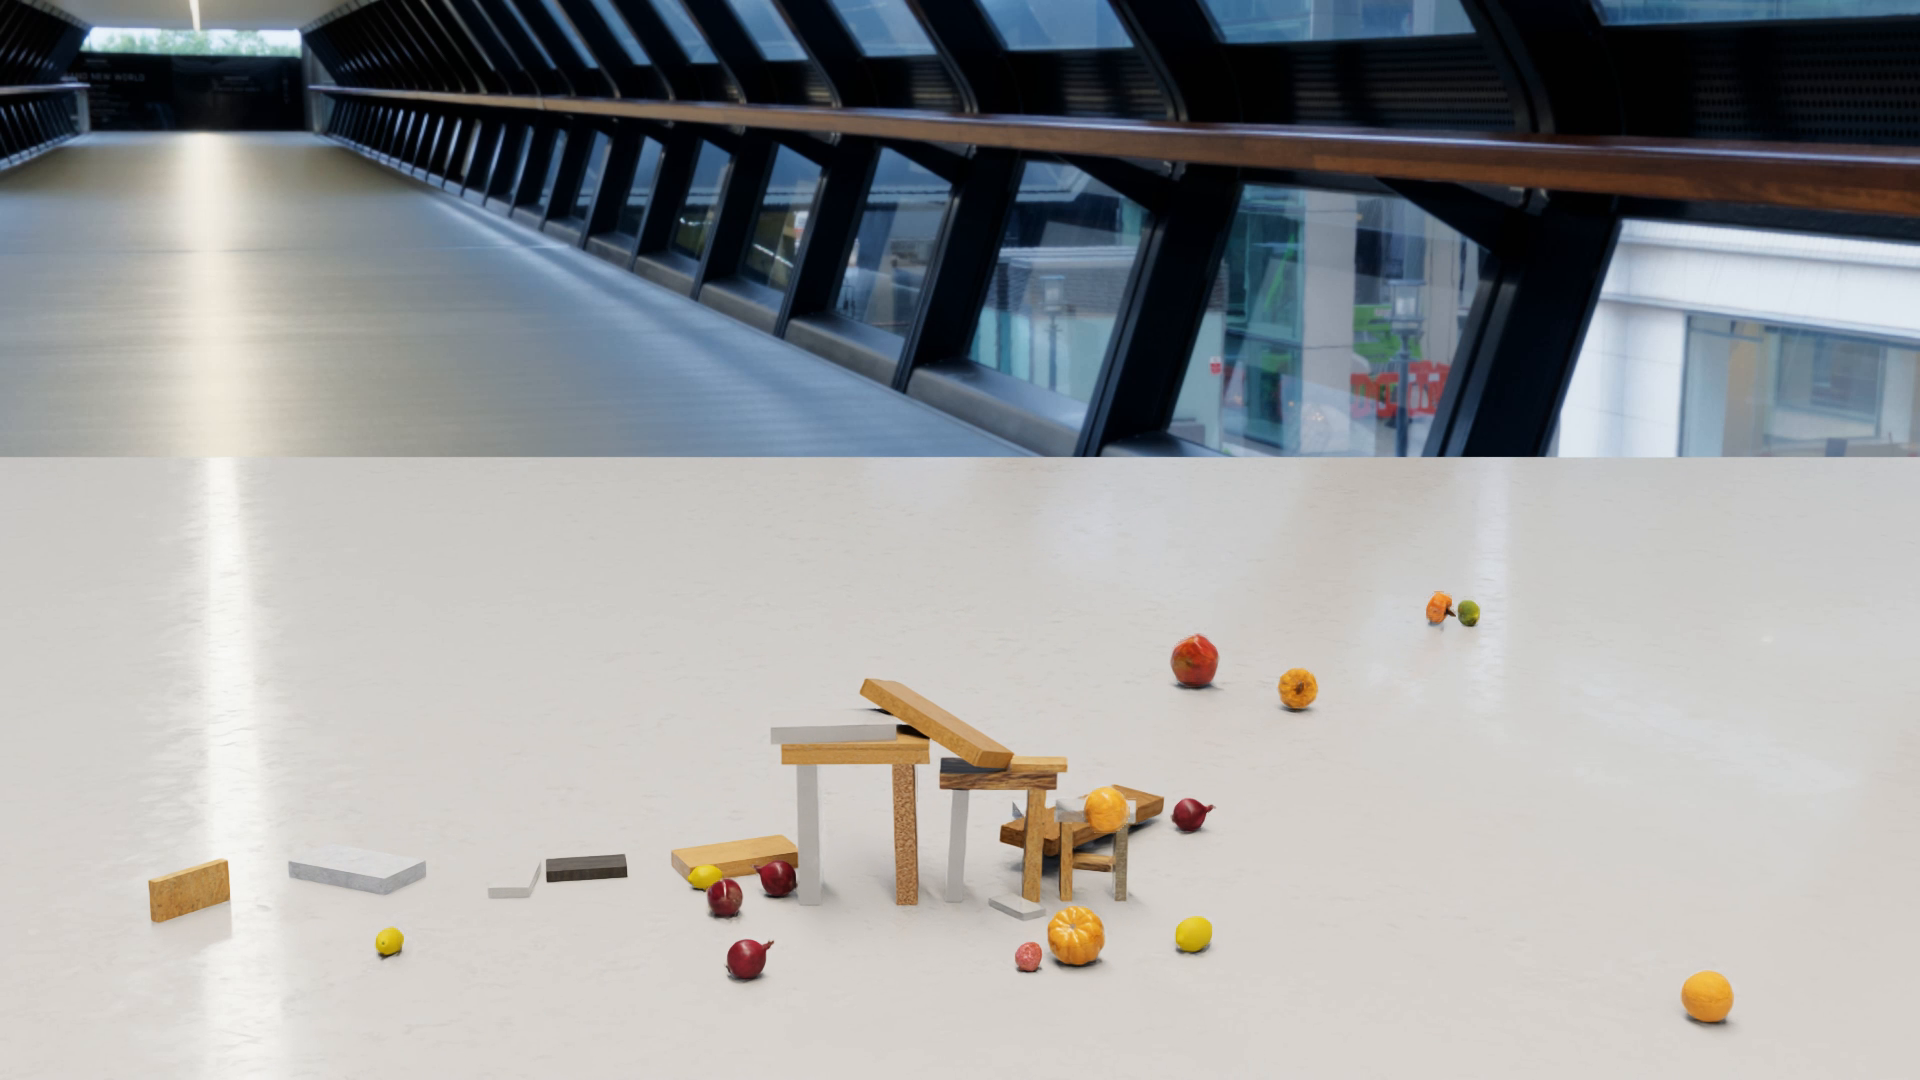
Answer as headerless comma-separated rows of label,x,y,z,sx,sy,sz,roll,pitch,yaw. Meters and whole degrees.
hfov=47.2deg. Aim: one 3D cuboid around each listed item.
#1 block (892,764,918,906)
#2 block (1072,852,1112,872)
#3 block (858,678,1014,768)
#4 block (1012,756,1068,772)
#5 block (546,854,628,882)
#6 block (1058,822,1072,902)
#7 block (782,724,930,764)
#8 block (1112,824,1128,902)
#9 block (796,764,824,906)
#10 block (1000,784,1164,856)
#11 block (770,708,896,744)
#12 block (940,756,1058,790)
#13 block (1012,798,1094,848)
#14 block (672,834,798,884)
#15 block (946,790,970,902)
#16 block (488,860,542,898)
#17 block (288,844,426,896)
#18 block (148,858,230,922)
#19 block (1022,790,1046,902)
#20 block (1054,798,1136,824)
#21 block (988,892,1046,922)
block,-0.090,0.471,3.650,0.034,0.240,0.120,-1,11,0
block,0.222,0.558,3.807,0.093,0.013,0.046,3,12,17
block,-0.040,0.303,3.638,0.260,0.029,0.102,29,8,31
block,0.131,0.369,3.618,0.093,0.013,0.046,0,11,2
block,-0.640,0.562,3.767,0.136,0.019,0.068,-2,11,-11
block,0.176,0.525,3.652,0.019,0.133,0.067,0,11,0
block,-0.170,0.336,3.623,0.240,0.034,0.120,0,11,-1
block,0.266,0.525,3.653,0.019,0.133,0.067,1,11,0
block,-0.248,0.471,3.649,0.034,0.240,0.120,0,11,0
block,0.222,0.497,3.921,0.104,0.030,0.392,11,11,33
block,-0.209,0.306,3.616,0.204,0.029,0.102,-1,11,-5
block,0.063,0.386,3.637,0.192,0.027,0.096,0,11,1
block,0.168,0.515,3.994,0.104,0.030,0.209,-2,11,-10
block,-0.385,0.551,3.802,0.204,0.029,0.102,-5,12,-25
block,-0.004,0.494,3.656,0.027,0.192,0.096,4,11,-1
block,-0.751,0.572,3.712,0.068,0.019,0.136,0,11,-2
block,-1.027,0.560,3.748,0.209,0.030,0.104,5,12,25
block,-1.255,0.571,3.586,0.019,0.068,0.136,8,13,36
block,0.122,0.494,3.657,0.027,0.192,0.096,3,10,-1
block,0.225,0.449,3.645,0.133,0.019,0.067,1,11,4
block,0.093,0.599,3.587,0.046,0.013,0.093,-7,12,-36
